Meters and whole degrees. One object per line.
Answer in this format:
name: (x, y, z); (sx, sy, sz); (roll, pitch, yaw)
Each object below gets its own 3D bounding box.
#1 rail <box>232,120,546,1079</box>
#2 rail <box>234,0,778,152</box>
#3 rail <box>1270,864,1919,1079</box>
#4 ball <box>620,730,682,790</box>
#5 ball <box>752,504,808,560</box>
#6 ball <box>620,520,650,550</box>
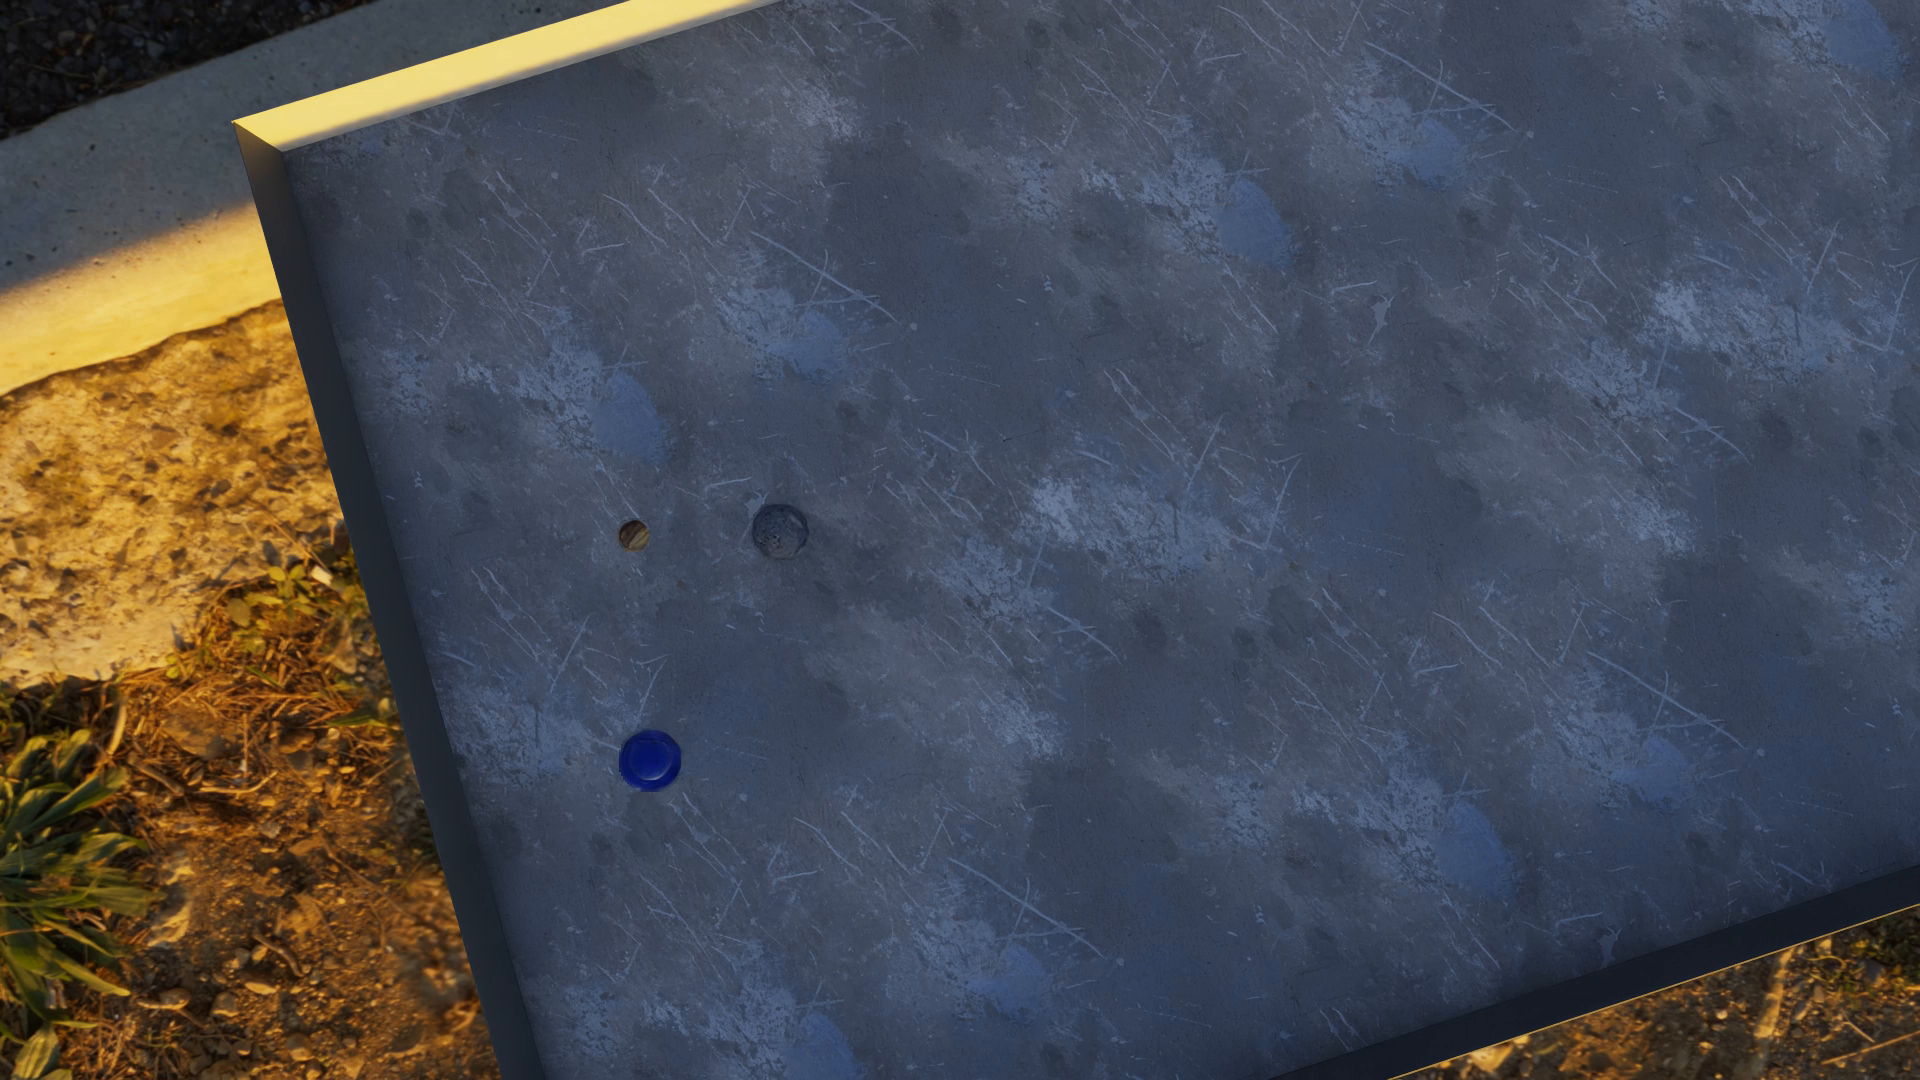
rail: (-0.784, 0.244, 3.209); (0.045, 0.116, 1.847); (-18, 82, -3)
rail: (0.532, -1.106, 3.412); (3.386, 0.116, 0.045); (-18, 82, -3)
rail: (1.080, 0.588, 3.158); (3.386, 0.116, 0.045); (-18, 82, -3)
ball: (-0.451, 0.321, 3.212); (0.089, 0.089, 0.089); (0, 81, 0)
ball: (-0.267, -0.013, 3.265); (0.084, 0.084, 0.084); (0, 81, 0)
ball: (-0.486, -0.006, 3.284); (0.045, 0.045, 0.045); (0, 81, 0)
